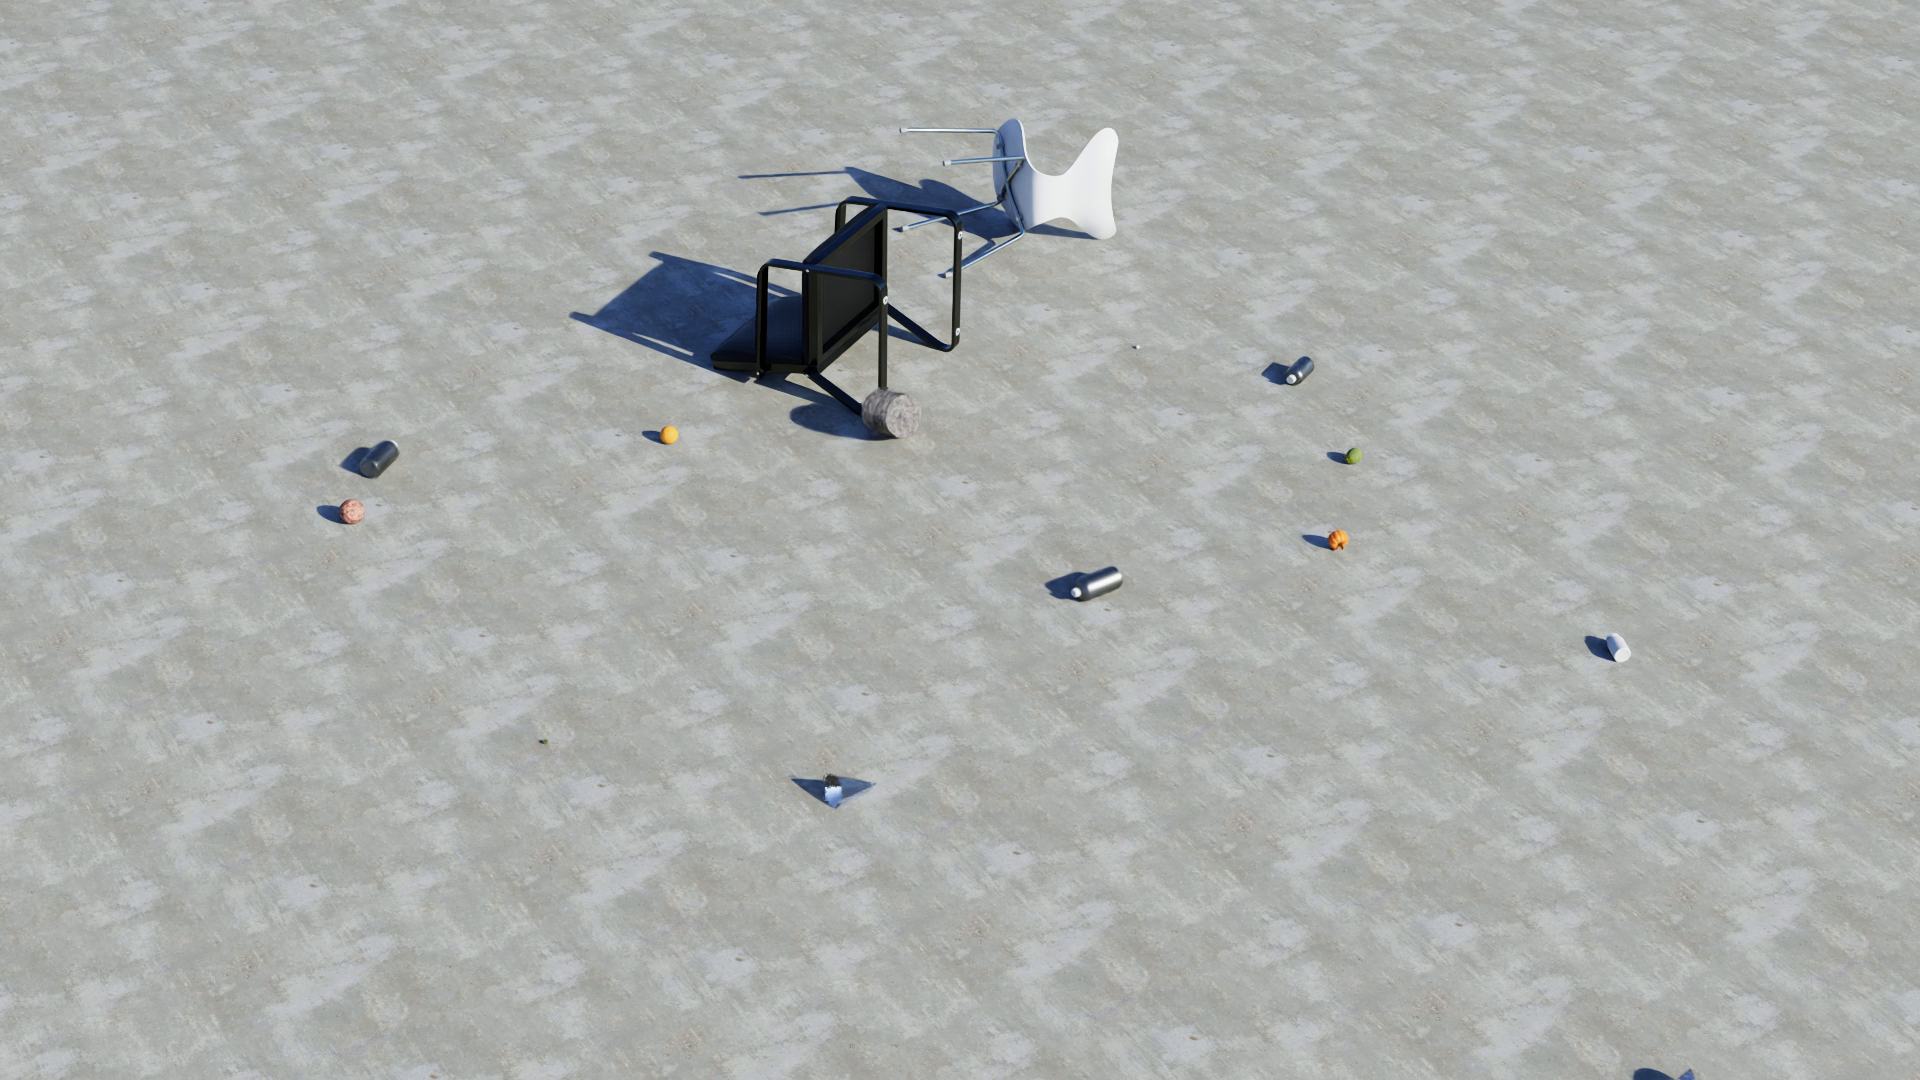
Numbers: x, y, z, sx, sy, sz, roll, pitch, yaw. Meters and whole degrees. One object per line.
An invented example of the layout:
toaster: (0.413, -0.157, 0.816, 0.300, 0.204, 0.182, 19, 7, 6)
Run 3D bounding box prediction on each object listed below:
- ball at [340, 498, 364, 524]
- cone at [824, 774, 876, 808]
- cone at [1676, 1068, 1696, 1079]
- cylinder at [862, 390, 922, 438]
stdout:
ball: (-2.285, -0.108, 11.022, 0.094, 0.094, 0.094, 0, 33, 0)
cone: (-0.345, 0.815, 9.662, 0.182, 0.111, 0.094, -6, -8, -39)
cone: (2.032, 1.631, 8.424, 0.197, 0.103, 0.239, -14, 34, 5)
cylinder: (-0.267, -0.497, 11.499, 0.109, 0.168, 0.300, 15, 3, 26)
